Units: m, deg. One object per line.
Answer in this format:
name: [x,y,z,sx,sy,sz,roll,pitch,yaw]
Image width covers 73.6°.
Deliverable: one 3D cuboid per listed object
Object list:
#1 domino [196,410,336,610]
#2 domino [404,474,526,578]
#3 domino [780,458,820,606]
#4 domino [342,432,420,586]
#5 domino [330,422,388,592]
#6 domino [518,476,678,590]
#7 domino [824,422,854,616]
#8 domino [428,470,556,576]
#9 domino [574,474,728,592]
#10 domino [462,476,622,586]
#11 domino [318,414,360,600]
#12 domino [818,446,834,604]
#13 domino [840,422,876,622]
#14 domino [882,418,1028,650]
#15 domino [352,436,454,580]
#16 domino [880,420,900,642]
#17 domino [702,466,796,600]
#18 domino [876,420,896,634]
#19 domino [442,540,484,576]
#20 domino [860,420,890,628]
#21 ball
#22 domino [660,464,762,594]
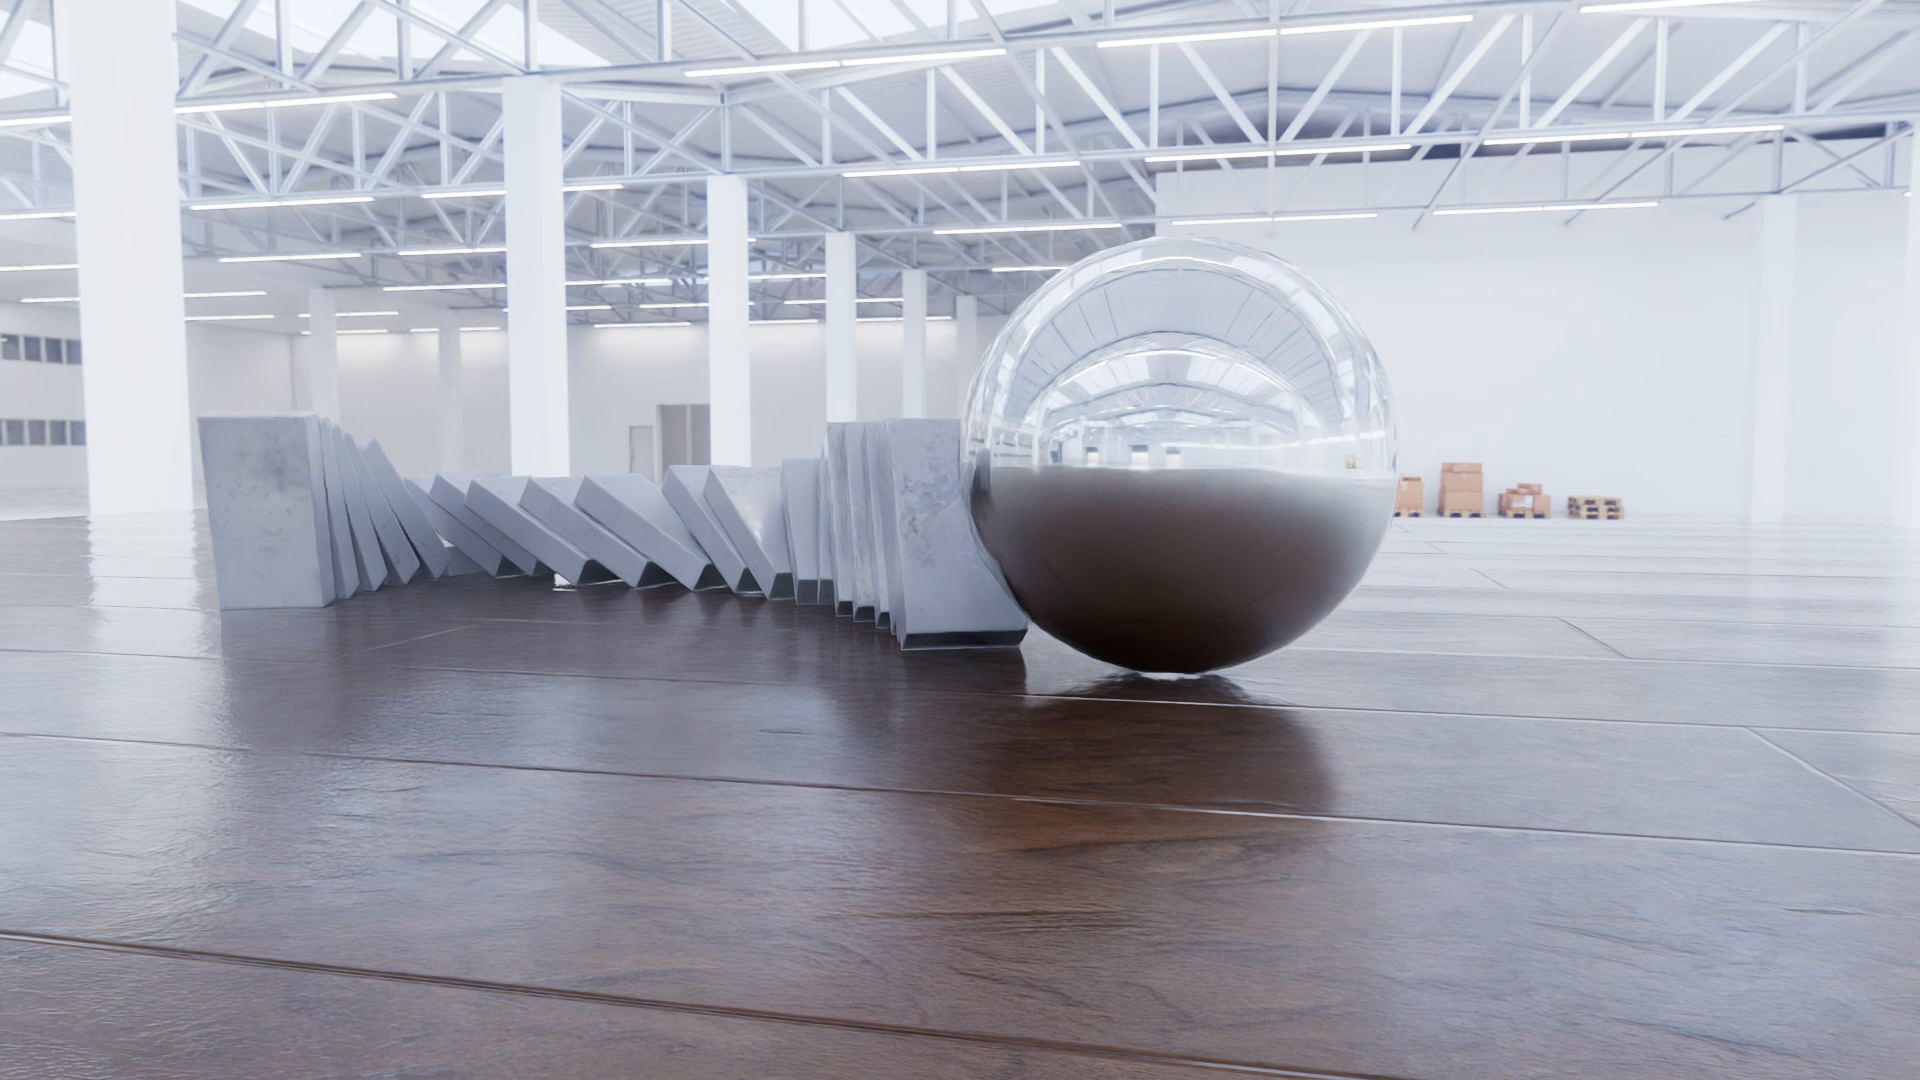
domino: [-0.177,-0.008,0.329,0.025,0.050,0.009,-1,14,-8]
domino: [-0.160,-0.005,0.426,0.050,0.010,0.025,33,17,22]
domino: [-0.035,-0.003,0.356,0.025,0.010,0.050,-1,42,-14]
domino: [-0.181,-0.009,0.376,0.025,0.050,0.010,1,40,13]
domino: [-0.181,-0.009,0.359,0.025,0.050,0.010,0,33,3]
domino: [-0.108,-0.003,0.395,0.050,0.010,0.025,32,16,19]
domino: [-0.020,-0.006,0.326,0.025,0.050,0.010,-1,-26,-12]
domino: [-0.145,-0.006,0.416,0.050,0.010,0.025,32,17,21]
domino: [-0.090,-0.003,0.388,0.050,0.010,0.025,34,17,19]
domino: [-0.127,-0.004,0.400,0.050,0.009,0.025,32,17,19]
domino: [-0.179,-0.008,0.343,0.025,0.050,0.010,0,25,-4]
domino: [-0.025,-0.004,0.343,0.025,0.010,0.050,4,45,-10]
domino: [-0.015,-0.005,0.315,0.025,0.050,0.009,-1,-26,-12]
domino: [-0.002,-0.002,0.274,0.025,0.050,0.009,-1,-26,-12]
domino: [-0.179,-0.009,0.391,0.025,0.050,0.009,1,44,18]
domino: [-0.003,-0.003,0.284,0.025,0.050,0.010,-1,-26,-12]
domino: [-0.053,-0.003,0.370,0.025,0.010,0.050,-3,39,-36]
domino: [-0.005,-0.004,0.295,0.025,0.050,0.010,-1,-26,-12]
domino: [-0.185,0.006,0.430,0.050,0.010,0.025,1,4,15]
domino: [-0.009,-0.004,0.306,0.025,0.050,0.010,-1,-26,-12]
ball: [0.039,-0.015,0.237,0.080,0.080,0.080,0,4,0]
domino: [-0.066,-0.004,0.383,0.025,0.010,0.050,-3,39,-42]
